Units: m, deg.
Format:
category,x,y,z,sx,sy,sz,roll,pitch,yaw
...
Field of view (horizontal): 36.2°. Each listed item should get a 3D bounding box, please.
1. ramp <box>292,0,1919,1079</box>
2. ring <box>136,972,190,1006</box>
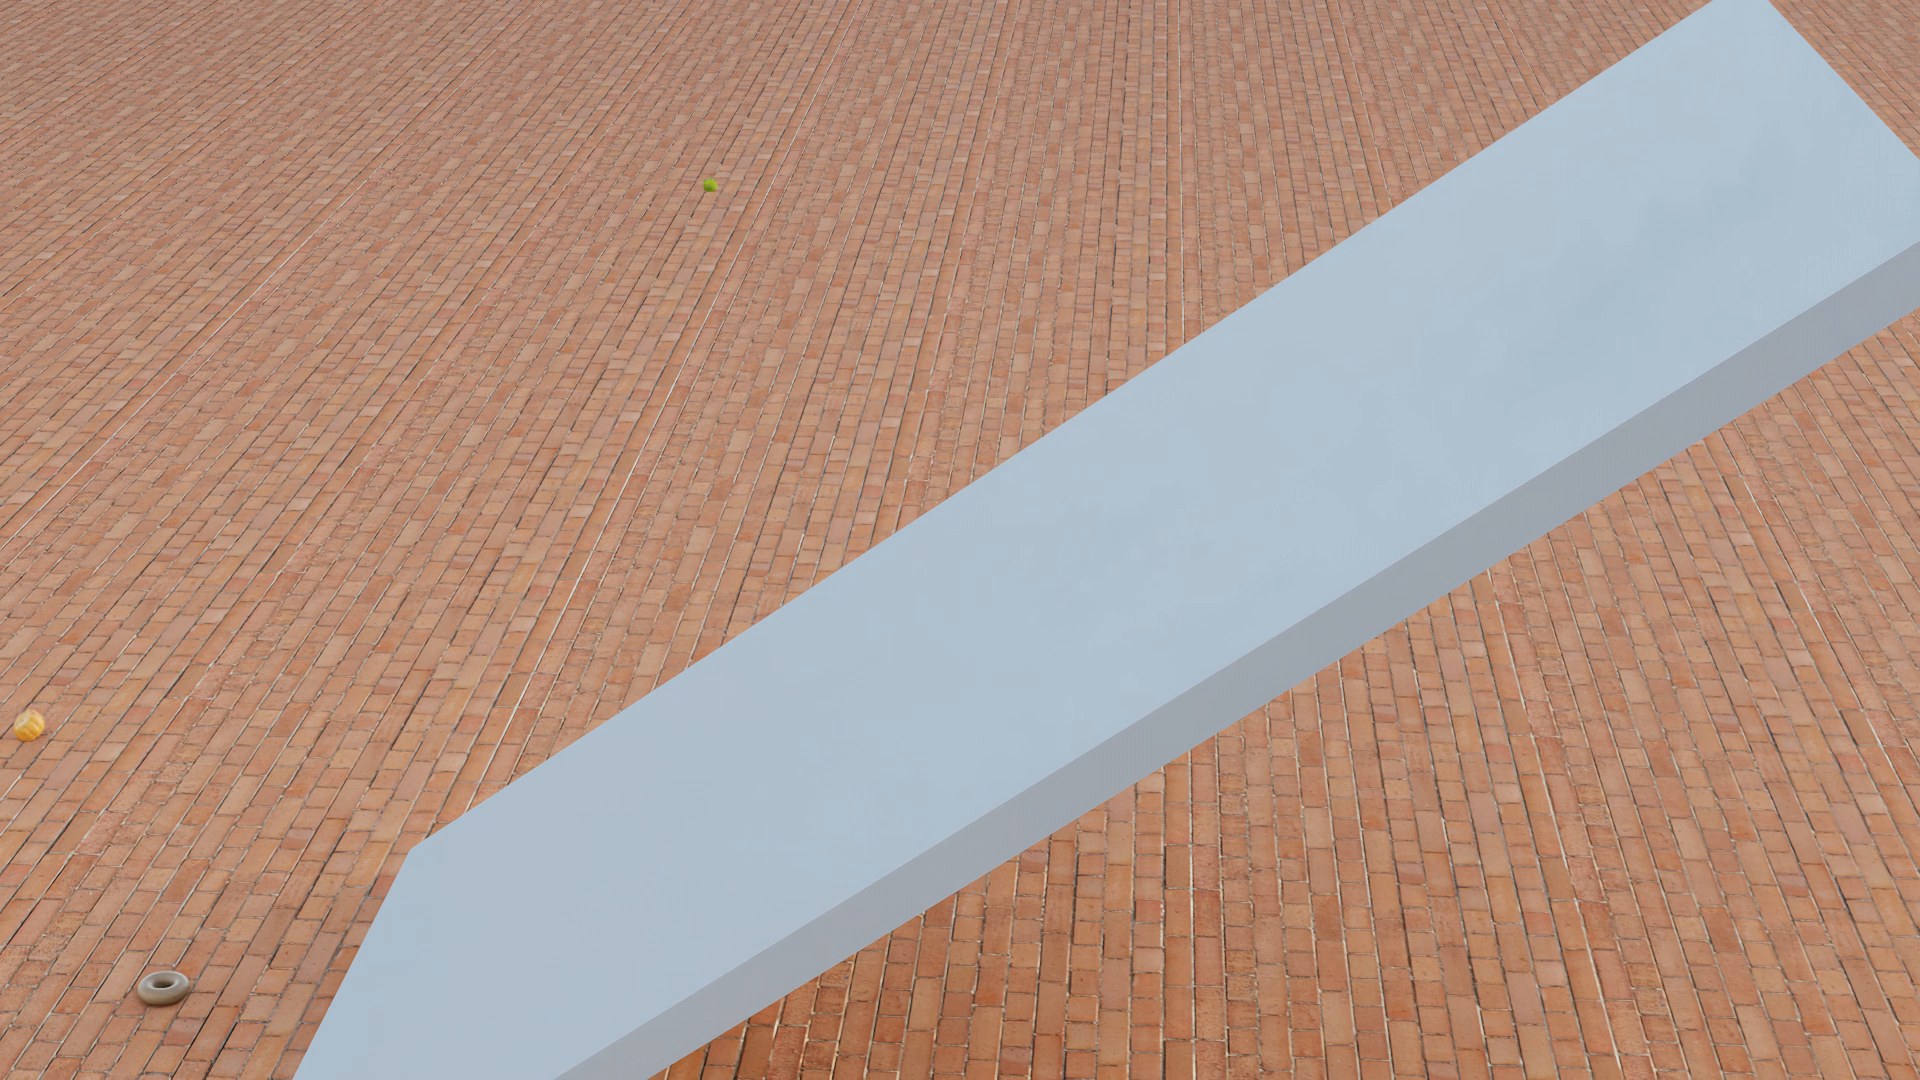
category,x,y,z,sx,sy,sz,roll,pitch,yaw
ramp,0.134,0.175,6.310,4.000,0.100,2.000,-33,16,15
ring,-1.951,1.098,7.206,0.127,0.042,0.127,1,22,-1
